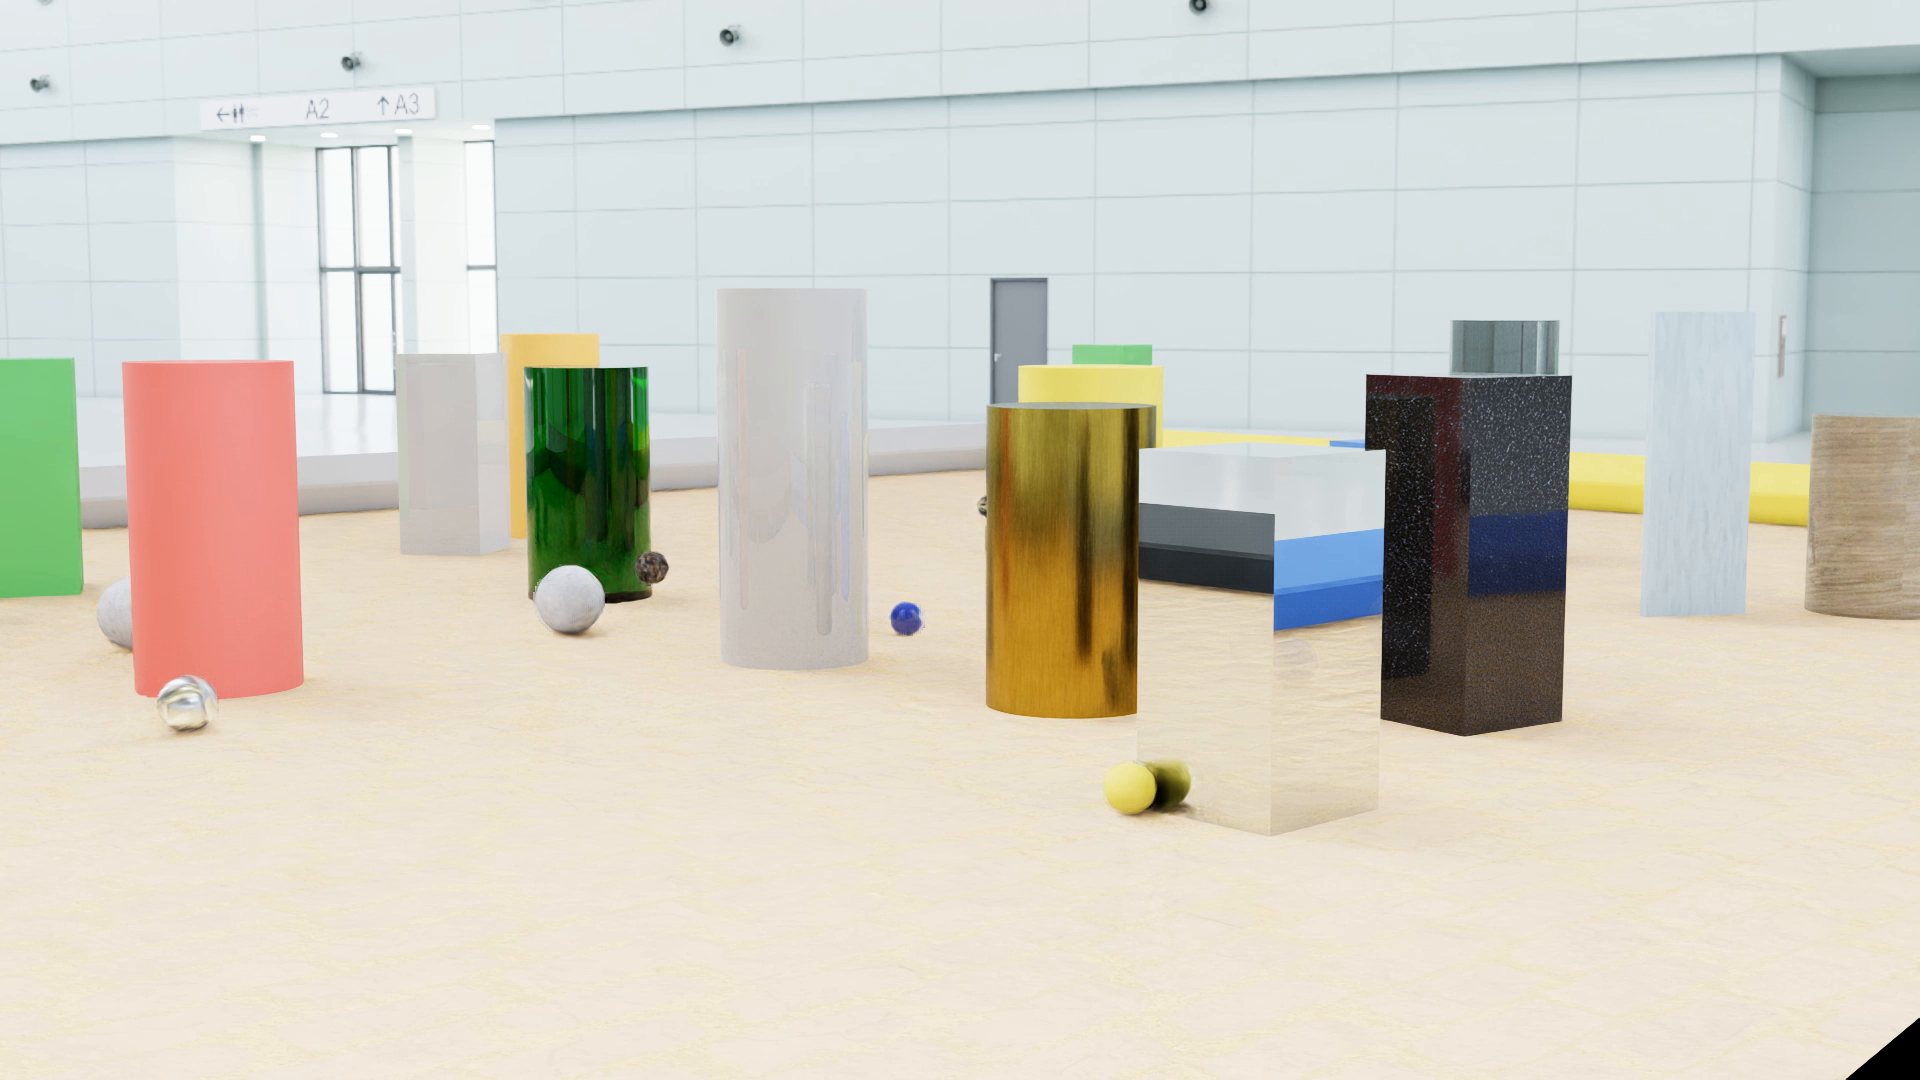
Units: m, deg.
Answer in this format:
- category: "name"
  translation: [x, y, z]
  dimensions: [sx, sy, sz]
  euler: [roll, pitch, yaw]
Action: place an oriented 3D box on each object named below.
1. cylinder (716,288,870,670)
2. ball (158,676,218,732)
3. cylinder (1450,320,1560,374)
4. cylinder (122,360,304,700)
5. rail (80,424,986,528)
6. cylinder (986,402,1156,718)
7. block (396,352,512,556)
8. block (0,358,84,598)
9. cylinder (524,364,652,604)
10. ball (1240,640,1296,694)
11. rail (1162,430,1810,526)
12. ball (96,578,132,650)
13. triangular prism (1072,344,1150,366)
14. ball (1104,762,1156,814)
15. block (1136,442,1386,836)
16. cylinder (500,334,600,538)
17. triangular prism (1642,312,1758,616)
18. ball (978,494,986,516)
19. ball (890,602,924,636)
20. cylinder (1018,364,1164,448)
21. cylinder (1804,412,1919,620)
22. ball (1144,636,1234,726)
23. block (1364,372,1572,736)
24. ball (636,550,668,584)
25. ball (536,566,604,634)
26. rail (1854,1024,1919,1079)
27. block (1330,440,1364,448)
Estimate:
- category: "cylinder"
  translation: [-0.211, -0.082, 2.781]
  dimensions: [0.190, 0.468, 0.190]
  euler: [0, 6, 0]
- category: "ball"
  translation: [-0.814, 0.172, 2.318]
  dimensions: [0.059, 0.059, 0.059]
  euler: [0, 6, 0]
- category: "cylinder"
  translation: [0.970, -0.181, 3.936]
  dimensions: [0.190, 0.423, 0.190]
  euler: [0, 6, 0]
- category: "cylinder"
  translation: [-0.876, -0.018, 2.582]
  dimensions: [0.190, 0.382, 0.190]
  euler: [0, 6, 0]
- category: "rail"
  translation: [-1.353, -0.122, 4.790]
  dimensions: [4.160, 0.124, 0.045]
  euler: [-6, 8, -42]
- category: "cylinder"
  translation: [0.124, 0.017, 2.468]
  dimensions: [0.190, 0.337, 0.190]
  euler: [0, 6, 0]
- category: "block"
  translation: [-0.928, -0.161, 4.034]
  dimensions: [0.152, 0.363, 0.152]
  euler: [1, 6, 10]
- category: "block"
  translation: [-1.467, -0.101, 3.452]
  dimensions: [0.152, 0.366, 0.152]
  euler: [-2, 6, -20]
- category: "cylinder"
  translation: [-0.573, -0.090, 3.392]
  dimensions: [0.190, 0.355, 0.190]
  euler: [0, 6, 0]
- category: "ball"
  translation: [0.356, 0.147, 2.540]
  dimensions: [0.064, 0.064, 0.064]
  euler: [0, 6, 0]
- category: "rail"
  translation: [1.511, -0.114, 4.719]
  dimensions: [0.045, 0.124, 4.038]
  euler: [-6, 8, -42]
- category: "ball"
  translation: [-1.079, 0.095, 2.878]
  dimensions: [0.095, 0.095, 0.095]
  euler: [0, 6, 0]
- category: "triangular prism"
  translation: [0.340, -0.222, 4.584]
  dimensions: [0.143, 0.368, 0.165]
  euler: [-4, 7, -33]
- category: "ball"
  translation: [0.150, 0.219, 1.939]
  dimensions: [0.046, 0.046, 0.046]
  euler: [0, 6, 0]
- category: "block"
  translation: [0.265, 0.080, 1.947]
  dimensions: [0.152, 0.321, 0.152]
  euler: [-6, 8, -43]
- category: "cylinder"
  translation: [-0.803, -0.208, 4.323]
  dimensions: [0.190, 0.395, 0.190]
  euler: [0, 6, 0]
- category: "triangular prism"
  translation: [1.054, -0.116, 3.246]
  dimensions: [0.165, 0.439, 0.143]
  euler: [-1, 6, -12]
- category: "ball"
  translation: [0.062, -0.073, 4.693]
  dimensions: [0.049, 0.049, 0.049]
  euler: [0, 6, 0]
- category: "ball"
  translation: [-0.073, 0.107, 3.003]
  dimensions: [0.046, 0.046, 0.046]
  euler: [0, 6, 0]
- category: "cylinder"
  translation: [0.172, -0.045, 2.908]
  dimensions: [0.190, 0.368, 0.190]
  euler: [0, 6, 0]
- category: "cylinder"
  translation: [1.347, -0.039, 3.229]
  dimensions: [0.190, 0.290, 0.190]
  euler: [0, 6, 0]
- category: "ball"
  translation: [0.245, 0.151, 2.355]
  dimensions: [0.095, 0.095, 0.095]
  euler: [0, 6, 0]
- category: "block"
  translation: [0.545, 0.008, 2.377]
  dimensions: [0.152, 0.373, 0.152]
  euler: [-4, 7, -34]
- category: "ball"
  translation: [-0.463, 0.041, 3.303]
  dimensions: [0.050, 0.050, 0.050]
  euler: [0, 6, 0]
- category: "ball"
  translation: [-0.535, 0.081, 3.016]
  dimensions: [0.094, 0.094, 0.094]
  euler: [0, 6, 0]
- category: "rail"
  translation: [1.353, 0.186, 1.874]
  dimensions: [4.160, 0.124, 0.045]
  euler: [-6, 8, -42]
- category: "block"
  translation: [0.564, 0.018, 2.729]
  dimensions: [0.152, 0.280, 0.152]
  euler: [-4, 7, -30]
